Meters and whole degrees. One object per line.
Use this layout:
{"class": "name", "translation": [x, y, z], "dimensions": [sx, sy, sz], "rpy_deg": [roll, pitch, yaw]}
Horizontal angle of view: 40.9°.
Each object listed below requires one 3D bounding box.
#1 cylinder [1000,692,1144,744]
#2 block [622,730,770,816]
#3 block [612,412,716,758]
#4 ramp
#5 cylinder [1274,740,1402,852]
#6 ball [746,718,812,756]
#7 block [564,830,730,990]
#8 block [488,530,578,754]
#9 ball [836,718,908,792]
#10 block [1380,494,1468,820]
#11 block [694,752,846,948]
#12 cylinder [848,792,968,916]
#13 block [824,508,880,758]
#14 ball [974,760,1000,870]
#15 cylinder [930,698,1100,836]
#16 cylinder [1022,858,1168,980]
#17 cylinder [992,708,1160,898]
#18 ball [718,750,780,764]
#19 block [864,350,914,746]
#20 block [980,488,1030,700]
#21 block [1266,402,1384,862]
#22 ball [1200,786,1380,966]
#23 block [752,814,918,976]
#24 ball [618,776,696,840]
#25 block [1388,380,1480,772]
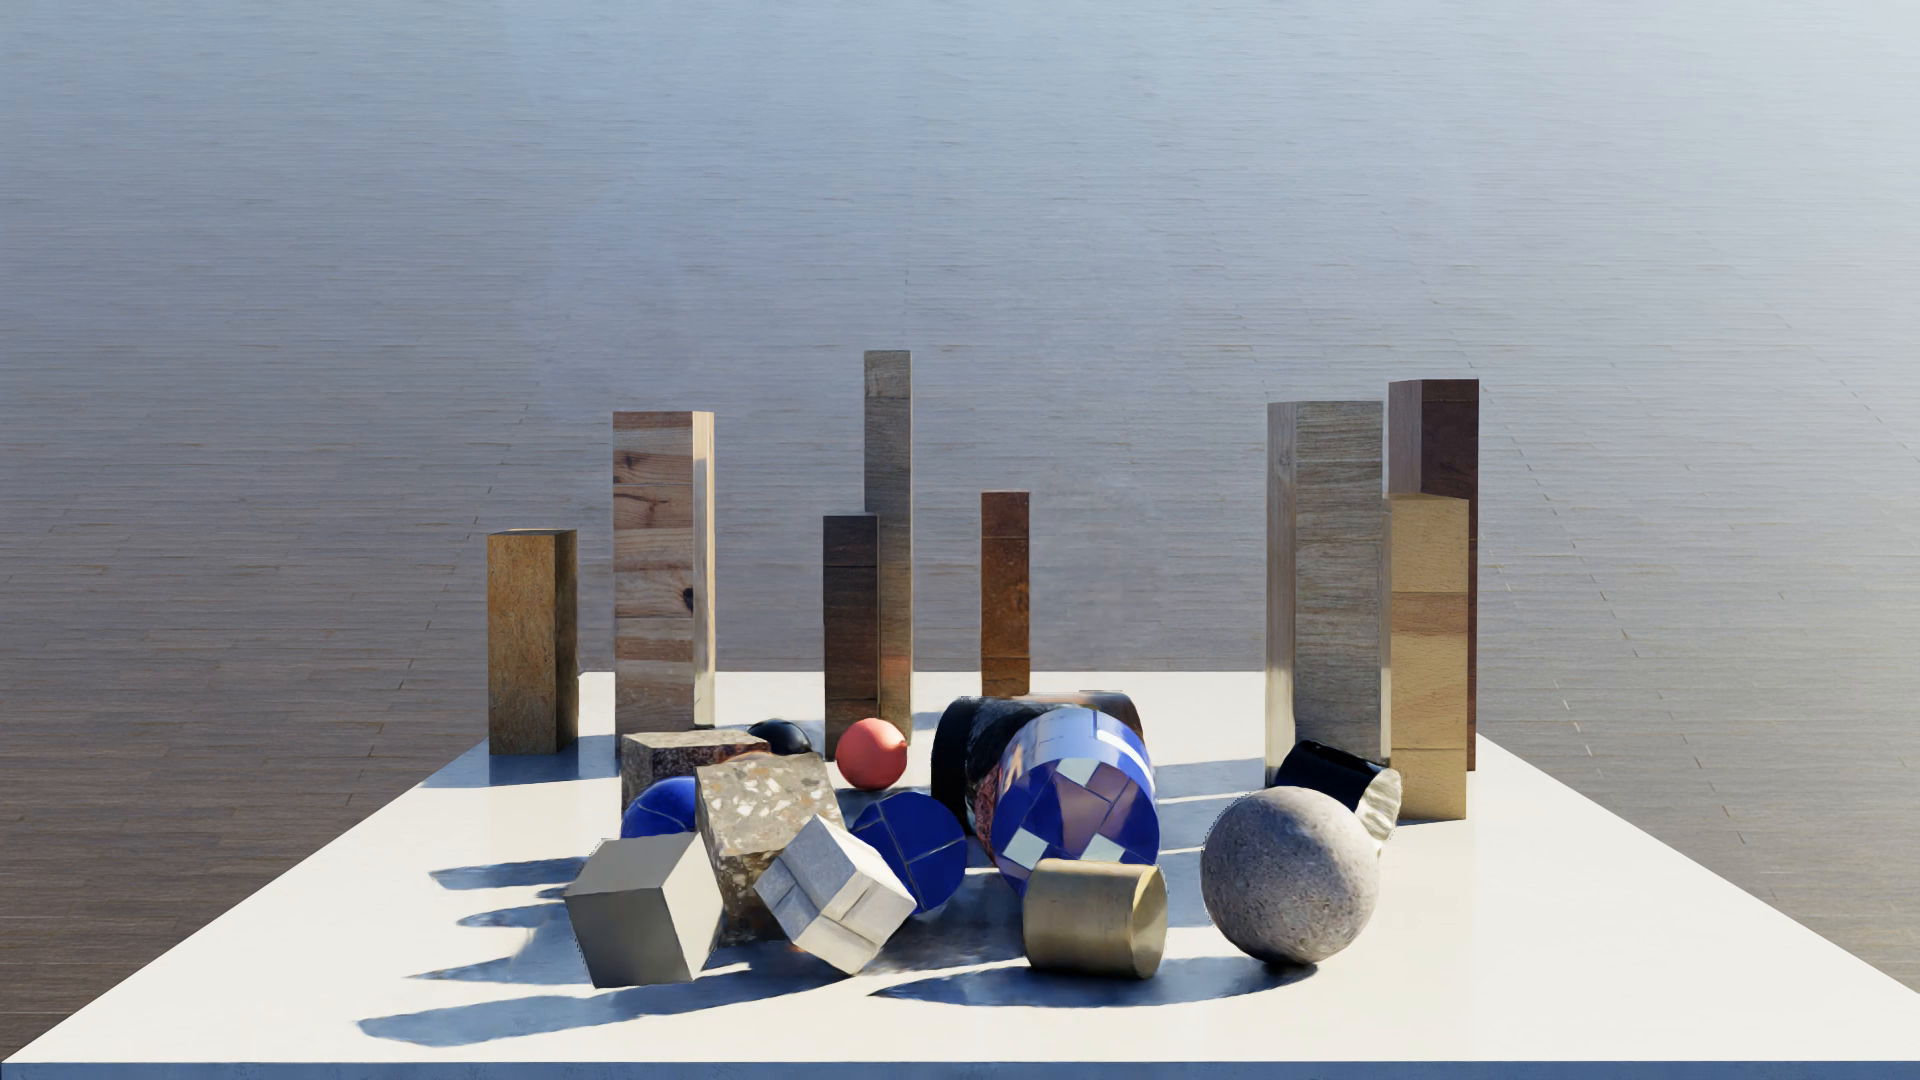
{"class": "cylinder", "translation": [0.169, 0.344, 4.136], "dimensions": [0.195, 0.195, 0.195], "rpy_deg": [-1, 22, -20]}
{"class": "block", "translation": [-0.383, 0.374, 3.725], "dimensions": [0.174, 0.174, 0.174], "rpy_deg": [-1, 3, -22]}
{"class": "block", "translation": [-0.575, 0.076, 5.035], "dimensions": [0.149, 0.652, 0.419], "rpy_deg": [0, 3, 0]}
{"class": "ramp", "translation": [0.052, 0.474, 4.536], "dimensions": [2.000, 0.100, 4.000], "rpy_deg": [0, 3, 0]}
{"class": "cylinder", "translation": [0.499, 0.343, 3.413], "dimensions": [0.125, 0.125, 0.125], "rpy_deg": [19, 29, 36]}
{"class": "ball", "translation": [-0.314, 0.367, 4.358], "dimensions": [0.130, 0.130, 0.130], "rpy_deg": [0, 23, 0]}
{"class": "block", "translation": [-0.339, 0.402, 2.798], "dimensions": [0.117, 0.117, 0.117], "rpy_deg": [-8, 21, 19]}
{"class": "block", "translation": [-0.833, 0.193, 5.033], "dimensions": [0.128, 0.418, 0.290], "rpy_deg": [0, 3, 0]}
{"class": "ball", "translation": [-0.151, 0.368, 4.405], "dimensions": [0.124, 0.124, 0.124], "rpy_deg": [0, 23, 0]}
{"class": "block", "translation": [0.743, 0.182, 4.267], "dimensions": [0.122, 0.508, 0.385], "rpy_deg": [0, 3, 0]}
{"class": "block", "translation": [-0.230, 0.373, 3.108], "dimensions": [0.154, 0.154, 0.154], "rpy_deg": [-6, 40, -15]}
{"class": "cylinder", "translation": [-0.070, 0.395, 3.219], "dimensions": [0.149, 0.149, 0.149], "rpy_deg": [-2, -9, -5]}
{"class": "block", "translation": [-0.206, 0.173, 5.050], "dimensions": [0.101, 0.457, 0.421], "rpy_deg": [0, 3, 0]}
{"class": "ball", "translation": [0.117, 0.373, 3.497], "dimensions": [0.195, 0.195, 0.195], "rpy_deg": [0, 23, 0]}
{"class": "cylinder", "translation": [0.095, 0.348, 3.900], "dimensions": [0.210, 0.210, 0.210], "rpy_deg": [1, 21, 25]}
{"class": "cylinder", "translation": [0.155, 0.431, 2.931], "dimensions": [0.129, 0.129, 0.129], "rpy_deg": [1, 21, 23]}
{"class": "cylinder", "translation": [0.144, 0.337, 3.220], "dimensions": [0.204, 0.204, 0.204], "rpy_deg": [1, 13, 2]}
{"class": "ball", "translation": [-0.284, 0.380, 3.578], "dimensions": [0.174, 0.174, 0.174], "rpy_deg": [0, 23, 0]}
{"class": "block", "translation": [-0.141, 0.011, 5.143], "dimensions": [0.090, 0.771, 0.277], "rpy_deg": [0, 3, 0]}
{"class": "block", "translation": [0.096, 0.136, 5.541], "dimensions": [0.101, 0.486, 0.287], "rpy_deg": [0, 3, 0]}
{"class": "block", "translation": [0.516, 0.133, 3.673], "dimensions": [0.117, 0.659, 0.330], "rpy_deg": [0, 3, 0]}
{"class": "ball", "translation": [0.383, 0.390, 2.987], "dimensions": [0.207, 0.207, 0.207], "rpy_deg": [0, 23, 0]}
{"class": "block", "translation": [-0.142, 0.404, 2.925], "dimensions": [0.110, 0.110, 0.110], "rpy_deg": [37, 6, -42]}
{"class": "ball", "translation": [-0.365, 0.393, 3.383], "dimensions": [0.166, 0.166, 0.166], "rpy_deg": [0, 23, 0]}
{"class": "block", "translation": [0.881, 0.057, 4.817], "dimensions": [0.103, 0.708, 0.353], "rpy_deg": [0, 3, 0]}
